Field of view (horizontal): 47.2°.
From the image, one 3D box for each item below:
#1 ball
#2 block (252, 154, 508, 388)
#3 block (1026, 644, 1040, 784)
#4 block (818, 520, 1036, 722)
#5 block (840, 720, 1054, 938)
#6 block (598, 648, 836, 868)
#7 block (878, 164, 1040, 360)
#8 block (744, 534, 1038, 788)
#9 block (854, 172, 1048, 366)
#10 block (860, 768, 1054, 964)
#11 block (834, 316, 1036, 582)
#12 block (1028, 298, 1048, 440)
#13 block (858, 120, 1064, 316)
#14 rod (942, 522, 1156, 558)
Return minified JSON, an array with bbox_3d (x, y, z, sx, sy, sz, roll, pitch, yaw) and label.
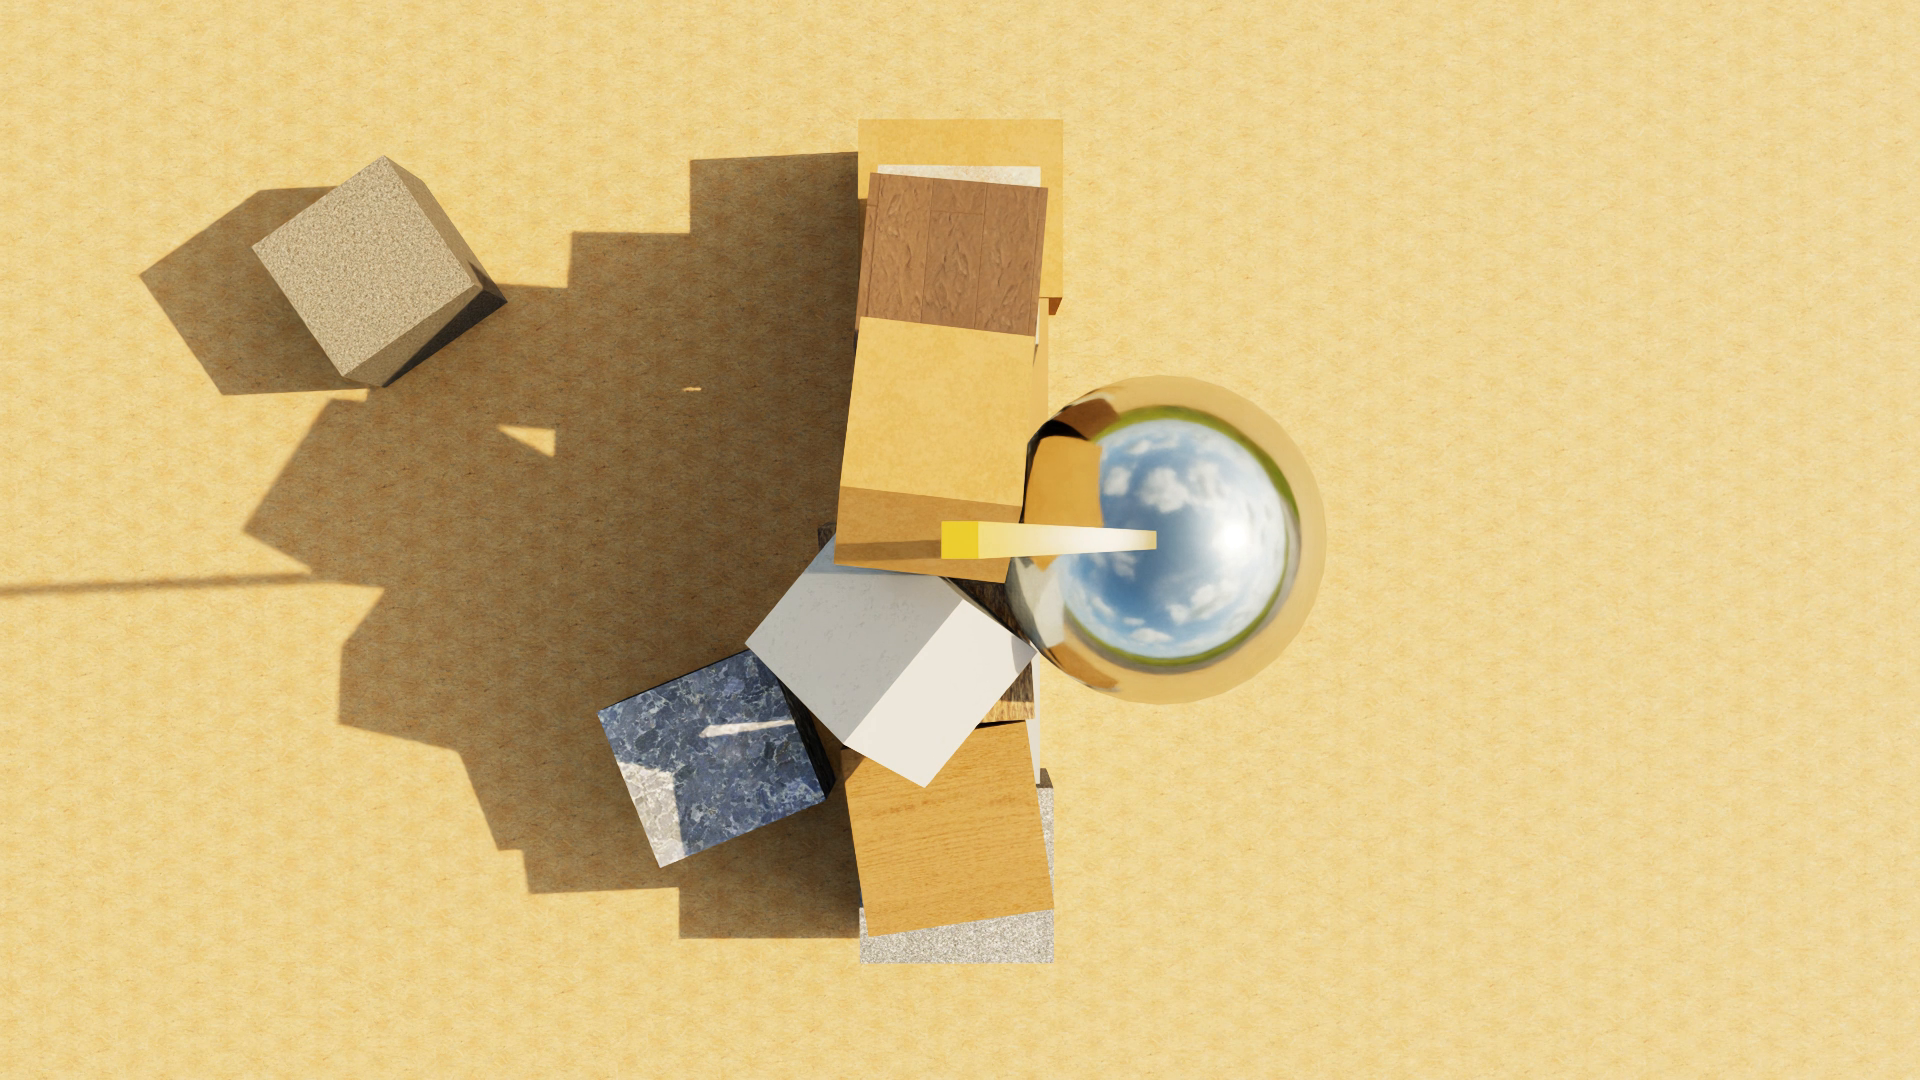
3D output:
[{"bbox_3d":[0.968,0.000,10.645,1.600,1.600,1.600,0,90,0],"label":"ball"},{"bbox_3d":[-3.285,-1.510,12.550,0.886,0.901,0.872,-35,90,0],"label":"block"},{"bbox_3d":[-0.018,0.936,12.540,0.911,0.921,0.803,0,90,0],"label":"block"},{"bbox_3d":[-0.169,0.404,11.580,1.033,0.890,1.040,-4,93,0],"label":"block"},{"bbox_3d":[-0.064,1.454,11.499,0.947,0.912,0.950,-9,90,0],"label":"block"},{"bbox_3d":[-1.354,1.177,12.487,0.976,1.027,0.915,-22,90,0],"label":"block"},{"bbox_3d":[-0.011,-1.430,11.602,0.833,0.780,0.913,1,86,0],"label":"block"},{"bbox_3d":[-0.327,0.517,10.585,0.860,0.759,0.826,-50,53,2],"label":"block"},{"bbox_3d":[-0.041,-1.204,10.684,0.836,0.966,0.835,5,82,0],"label":"block"},{"bbox_3d":[-0.018,1.825,12.478,1.056,1.045,0.953,0,90,0],"label":"block"},{"bbox_3d":[-0.121,-0.405,10.041,0.794,0.714,0.892,6,61,-2],"label":"block"},{"bbox_3d":[0.018,-0.870,12.492,0.926,1.015,0.897,0,90,0],"label":"block"},{"bbox_3d":[0.003,-1.815,12.512,1.120,0.976,0.973,0,90,0],"label":"block"},{"bbox_3d":[0.419,0.000,7.290,0.080,5.200,0.080,0,90,9],"label":"rod"}]
